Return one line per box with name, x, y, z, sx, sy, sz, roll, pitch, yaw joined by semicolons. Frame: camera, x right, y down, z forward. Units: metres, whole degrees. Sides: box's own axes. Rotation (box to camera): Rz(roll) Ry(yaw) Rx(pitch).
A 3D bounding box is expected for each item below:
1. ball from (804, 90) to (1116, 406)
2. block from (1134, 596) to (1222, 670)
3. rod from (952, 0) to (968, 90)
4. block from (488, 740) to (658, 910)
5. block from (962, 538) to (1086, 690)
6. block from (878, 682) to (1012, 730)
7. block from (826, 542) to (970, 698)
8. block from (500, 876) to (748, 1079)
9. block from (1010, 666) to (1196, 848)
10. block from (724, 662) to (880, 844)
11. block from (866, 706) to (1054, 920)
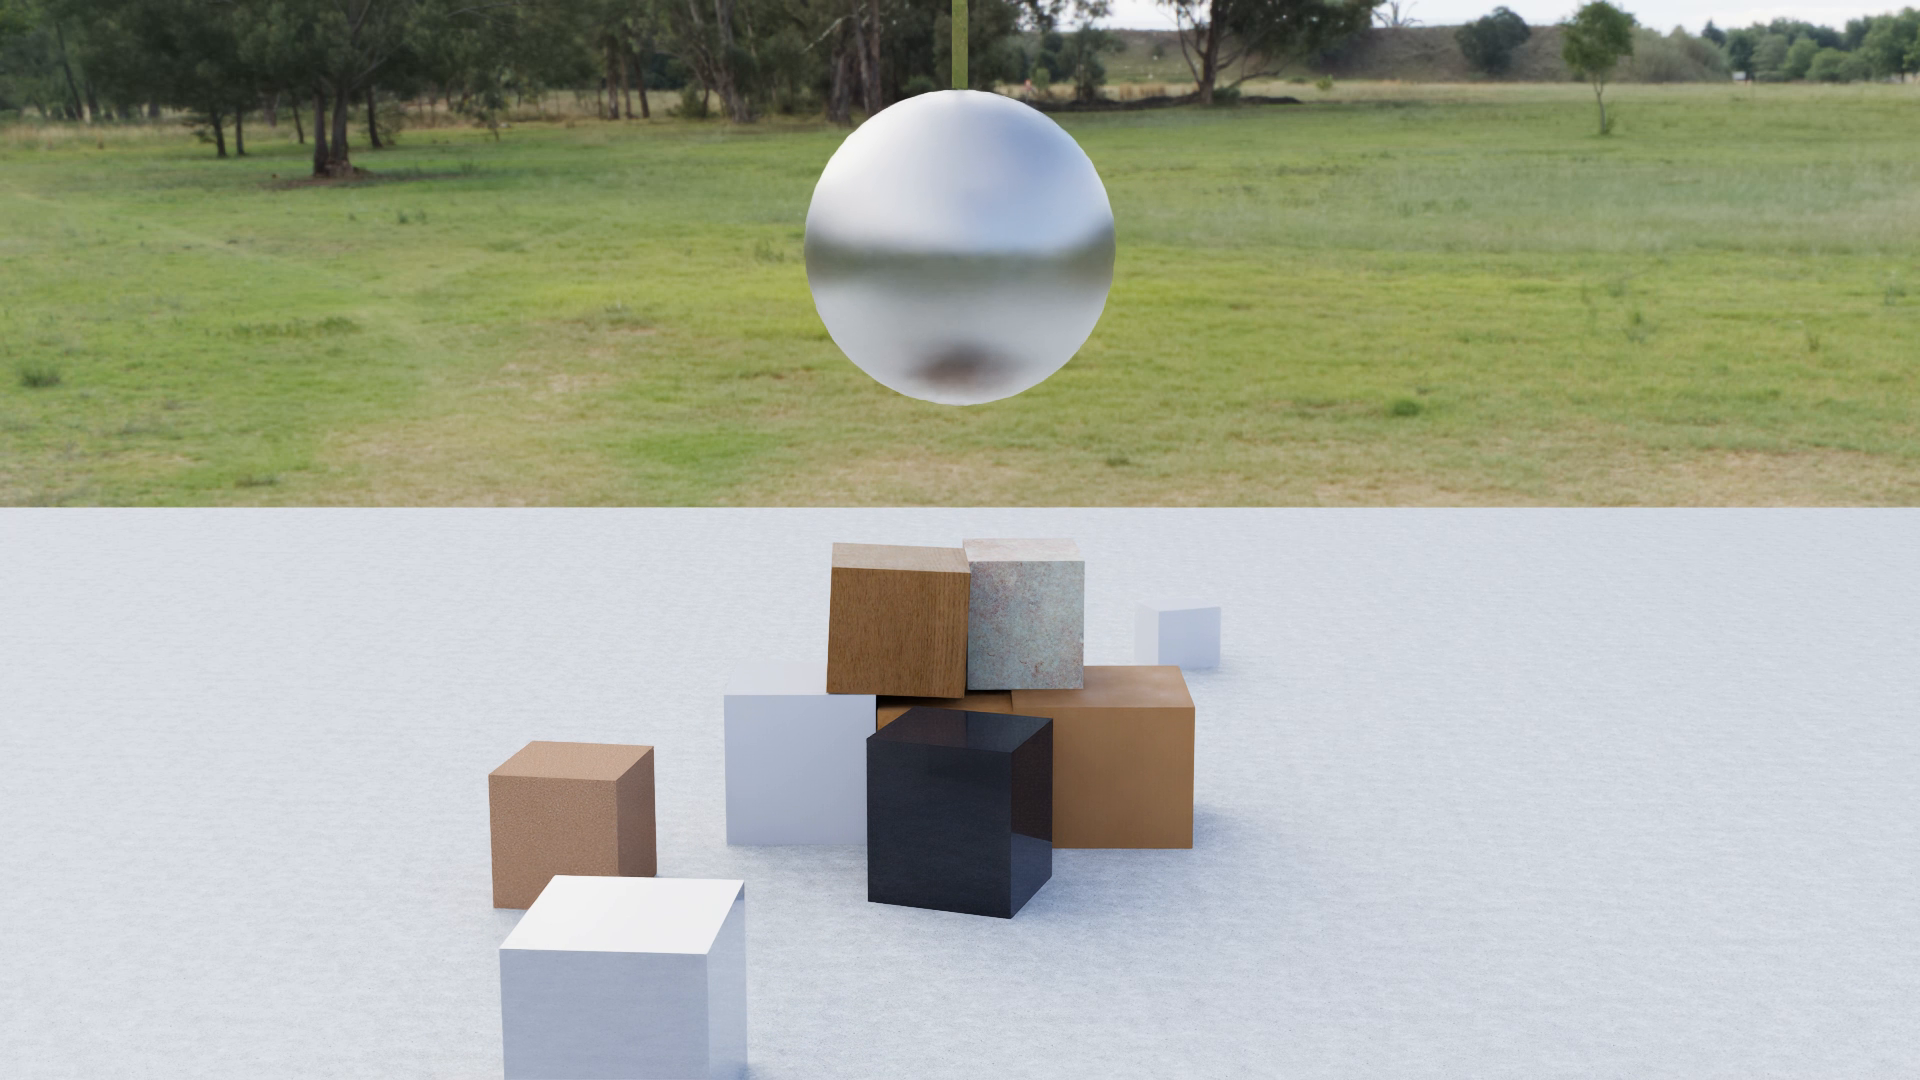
ball;0.000;-1.493;11.263;1.600;1.600;1.600;0;10;0
block;1.477;0.631;14.946;0.463;0.410;0.385;-4;11;-19
rod;0.000;-4.797;10.462;0.080;5.200;0.080;0;14;0
block;-1.816;1.346;10.373;0.607;0.640;0.593;2;10;9
block;0.322;0.378;11.523;0.593;0.668;0.650;0;10;-3
block;-0.075;1.131;11.389;0.672;0.701;0.769;0;10;0
block;-0.323;0.402;11.247;0.690;0.640;0.666;2;10;-3
block;-1.212;1.717;8.072;0.731;0.733;0.773;1;10;4
block;0.715;1.111;11.409;0.907;0.732;0.882;0;10;0
block;-0.800;1.090;11.396;0.759;0.778;0.719;0;10;0
block;0.006;1.270;10.378;0.704;0.788;0.633;4;11;19
